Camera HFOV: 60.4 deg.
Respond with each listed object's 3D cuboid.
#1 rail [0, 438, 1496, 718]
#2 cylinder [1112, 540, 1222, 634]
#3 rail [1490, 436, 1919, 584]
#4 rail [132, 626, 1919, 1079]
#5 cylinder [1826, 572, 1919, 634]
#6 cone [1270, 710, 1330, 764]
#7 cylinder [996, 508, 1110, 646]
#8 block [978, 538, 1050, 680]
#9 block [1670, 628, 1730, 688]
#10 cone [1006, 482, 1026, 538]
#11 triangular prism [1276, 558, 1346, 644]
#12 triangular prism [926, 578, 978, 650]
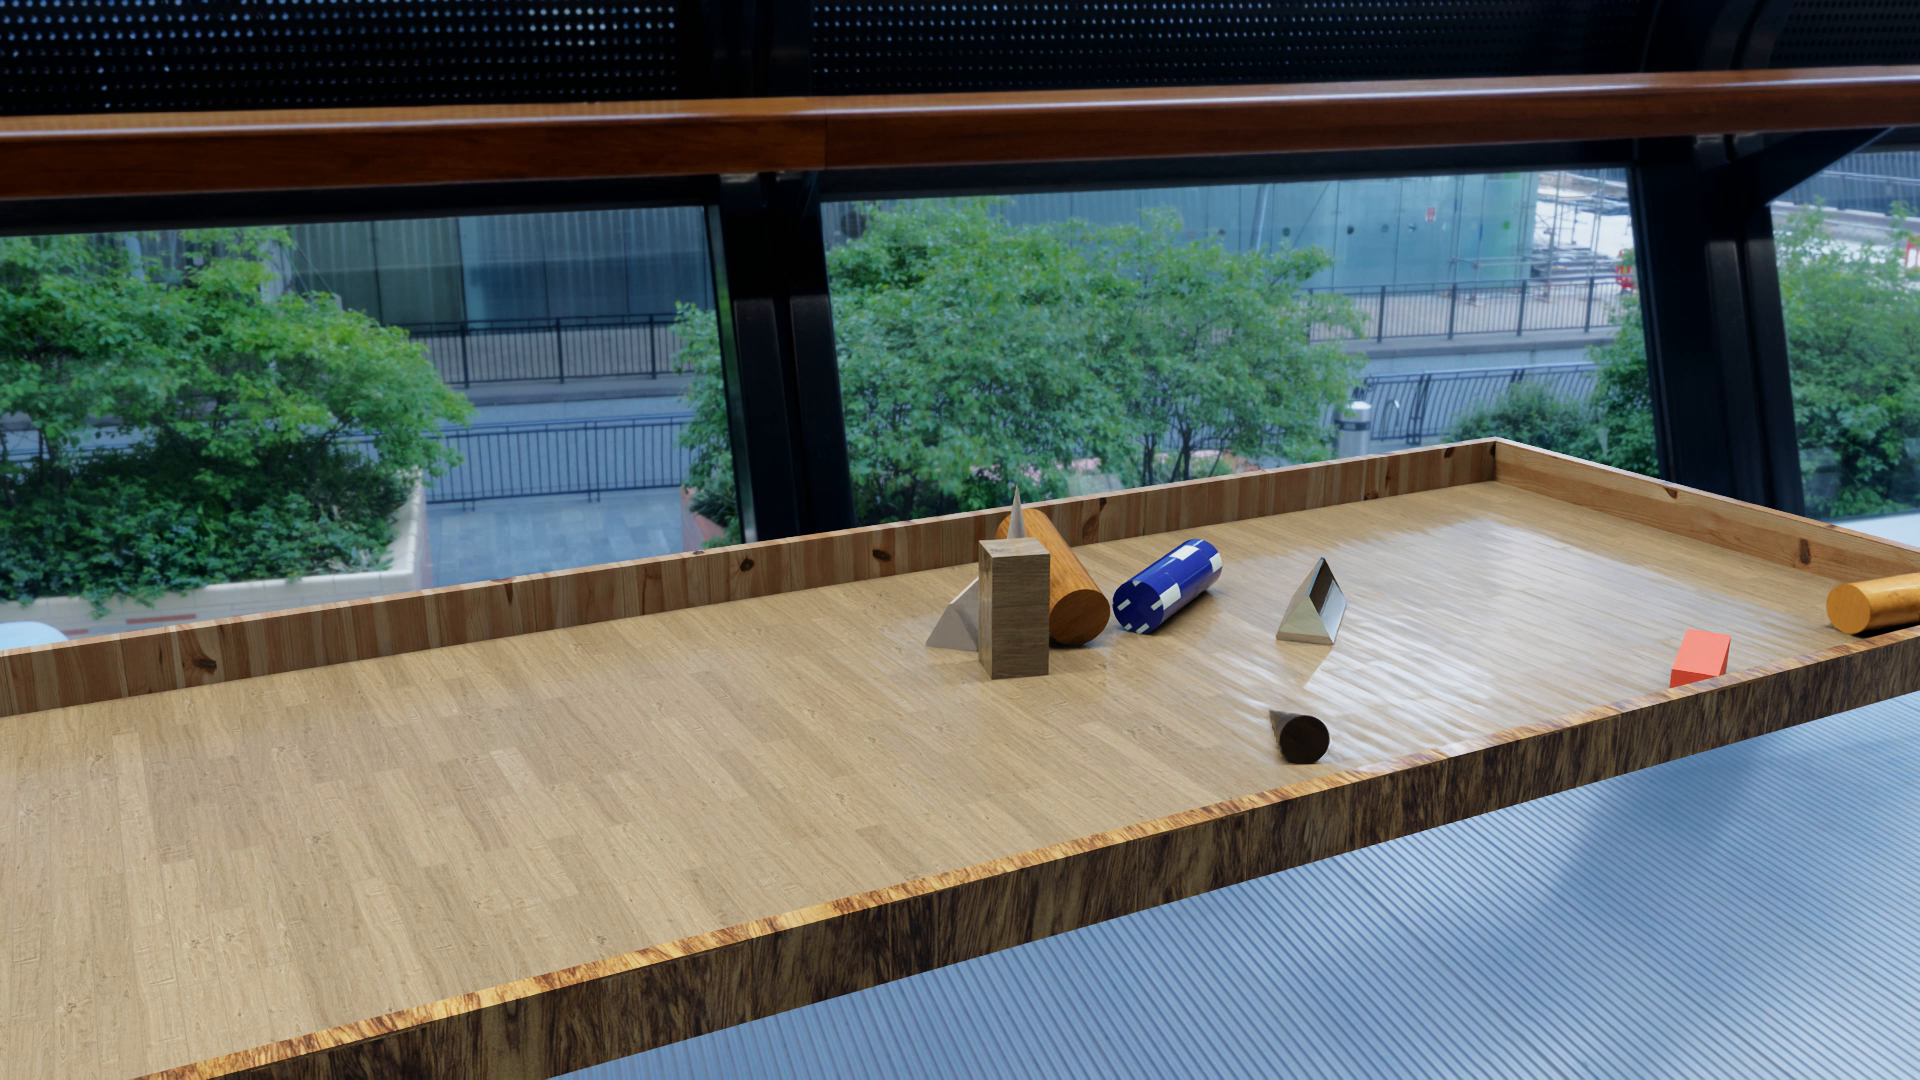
[{"bbox_3d":[-3.305,0.497,3.399,12.000,0.150,0.050,-9,18,-27],"label":"rail"},{"bbox_3d":[0.591,0.126,4.661,0.150,0.150,0.457,9,19,27],"label":"cylinder"},{"bbox_3d":[2.466,-0.048,5.253,0.050,0.150,2.100,-9,18,-27],"label":"rail"},{"bbox_3d":[-2.336,1.006,1.665,12.000,0.150,0.050,-9,18,-27],"label":"rail"},{"bbox_3d":[2.587,0.167,4.543,0.384,0.137,0.137,-7,18,-21],"label":"cylinder"},{"bbox_3d":[0.754,0.425,3.811,0.111,0.111,0.320,-1,7,-3],"label":"cone"},{"bbox_3d":[0.250,0.096,4.548,0.174,0.174,0.458,-5,30,-17],"label":"cylinder"},{"bbox_3d":[0.136,0.173,4.195,0.148,0.323,0.148,-4,17,-12],"label":"block"},{"bbox_3d":[1.826,0.324,4.072,0.102,0.102,0.330,9,19,28],"label":"block"},{"bbox_3d":[0.149,0.065,4.331,0.157,0.451,0.157,0,17,0],"label":"cone"},{"bbox_3d":[0.979,0.160,4.566,0.150,0.130,0.368,6,17,17],"label":"triangular prism"},{"bbox_3d":[0.047,0.167,4.555,0.144,0.124,0.444,5,17,18],"label":"triangular prism"}]
